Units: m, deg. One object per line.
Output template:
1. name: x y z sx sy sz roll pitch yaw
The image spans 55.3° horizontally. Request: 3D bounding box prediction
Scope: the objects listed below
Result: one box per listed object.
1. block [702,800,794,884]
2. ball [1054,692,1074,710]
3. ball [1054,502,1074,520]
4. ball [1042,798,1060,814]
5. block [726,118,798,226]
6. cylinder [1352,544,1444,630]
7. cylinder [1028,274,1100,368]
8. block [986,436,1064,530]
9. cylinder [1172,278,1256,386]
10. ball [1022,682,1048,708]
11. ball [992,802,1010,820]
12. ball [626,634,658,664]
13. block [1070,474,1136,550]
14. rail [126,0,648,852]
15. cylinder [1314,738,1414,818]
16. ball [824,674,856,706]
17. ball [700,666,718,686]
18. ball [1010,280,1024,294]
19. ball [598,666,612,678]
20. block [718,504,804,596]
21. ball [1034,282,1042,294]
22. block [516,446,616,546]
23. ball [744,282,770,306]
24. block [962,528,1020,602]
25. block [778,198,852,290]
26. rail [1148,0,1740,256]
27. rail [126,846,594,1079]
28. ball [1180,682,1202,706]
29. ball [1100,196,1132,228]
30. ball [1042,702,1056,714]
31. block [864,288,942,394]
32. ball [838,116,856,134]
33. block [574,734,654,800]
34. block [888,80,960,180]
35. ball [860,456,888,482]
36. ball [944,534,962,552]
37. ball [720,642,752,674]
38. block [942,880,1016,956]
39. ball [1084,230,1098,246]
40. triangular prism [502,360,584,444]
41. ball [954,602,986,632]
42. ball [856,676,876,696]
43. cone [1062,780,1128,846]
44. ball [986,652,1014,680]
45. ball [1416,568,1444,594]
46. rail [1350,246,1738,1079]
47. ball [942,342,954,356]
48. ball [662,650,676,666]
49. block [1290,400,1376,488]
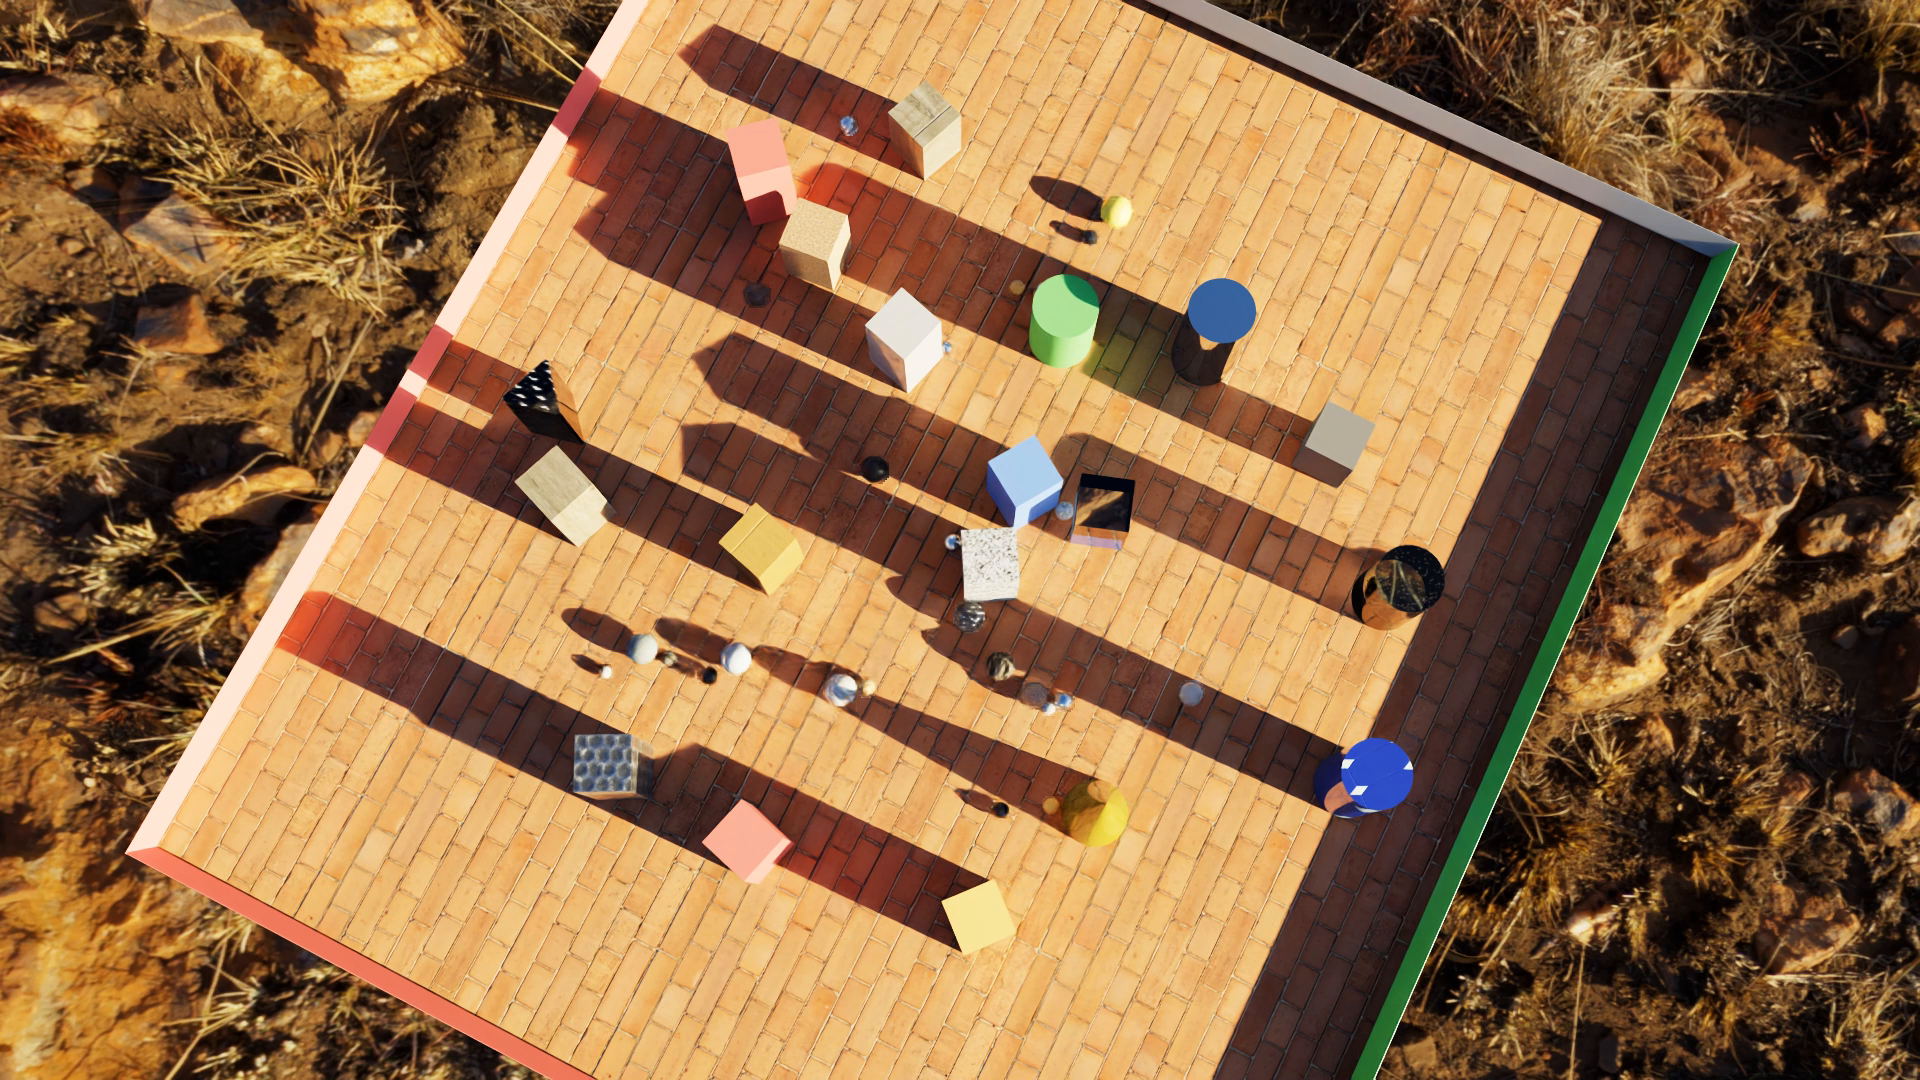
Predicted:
1. block: -0.600 0.867 5.246 0.159 0.373 0.159 42 81 8
2. ball: 0.310 0.482 5.488 0.057 0.057 0.057 0 78 0
3. ball: 0.320 -0.089 5.605 0.059 0.059 0.059 0 78 0
4. ball: 0.270 0.788 5.429 0.049 0.049 0.049 0 78 0
5. block: -0.605 -1.131 5.653 0.159 0.388 0.159 -15 79 -3
6. cylinder: 1.290 0.145 5.415 0.199 0.337 0.199 0 78 0
7. cylinder: 0.315 -0.665 5.600 0.199 0.303 0.199 0 78 0
8. block: 0.190 -0.165 5.477 0.159 0.340 0.159 -30 80 -6
9. cylinder: 0.760 -0.621 5.524 0.199 0.433 0.199 0 78 0
10. ball: 0.224 0.464 5.480 0.079 0.079 0.079 0 78 0
11. ball: 0.121 0.801 5.425 0.049 0.049 0.049 0 78 0
12. ball: -0.955 0.326 5.502 0.092 0.092 0.092 0 78 0
13. block: 0.426 -0.083 5.501 0.159 0.260 0.159 8 78 2
14. rail: -1.539 -0.746 5.704 0.045 0.129 3.824 26 80 5
15. cylinder: 1.153 0.688 5.264 0.199 0.412 0.199 0 78 0
16. ball: -0.357 0.447 5.474 0.098 0.098 0.098 0 78 0
17. ball: -0.754 0.408 5.504 0.055 0.055 0.055 0 78 0
18. ball: 0.181 -0.794 5.757 0.047 0.047 0.047 0 78 0
19. ball: -1.068 0.397 5.514 0.040 0.040 0.040 0 78 0
20. block: -0.587 0.031 5.456 0.159 0.302 0.159 41 81 8
21. ball: 0.266 -0.770 5.738 0.075 0.075 0.075 0 78 0
22. block: -1.166 -0.125 5.447 0.159 0.382 0.159 -43 81 -8
23. ball: -0.637 -0.770 5.735 0.080 0.080 0.080 0 78 0
24. block: 0.087 0.077 5.437 0.159 0.321 0.159 -3 78 -1
25. block: -0.444 -0.914 5.672 0.159 0.263 0.159 21 79 4
26. rail: 0.845 -1.647 5.891 3.488 0.129 0.045 26 80 5
27. rail: -0.845 1.661 5.206 3.488 0.129 0.045 26 80 5
28. ball: 0.692 0.461 5.485 0.070 0.070 0.070 0 78 0
29. ball: 0.493 -1.036 5.781 0.099 0.099 0.099 0 78 0
30. ball: 0.266 0.504 5.492 0.040 0.040 0.040 0 78 0
31. block: -0.168 -0.601 5.562 0.159 0.351 0.159 42 81 8
32. ball: -0.359 -1.329 5.863 0.057 0.057 0.057 0 78 0
33. block: -0.996 0.659 5.289 0.159 0.375 0.159 -1 78 0
34. block: -0.109 -1.283 5.751 0.159 0.256 0.159 -43 81 -8
35. ball: -0.263 -0.218 5.618 0.085 0.085 0.085 0 78 0
36. ball: -0.022 0.011 5.586 0.056 0.056 0.056 0 78 0
37. ball: -0.672 0.354 5.495 0.094 0.094 0.094 0 78 0
38. block: 0.053 1.076 5.227 0.159 0.327 0.159 -22 79 -4
39. ball: 0.413 -0.955 5.790 0.048 0.048 0.048 0 78 0
40. triangular prism: -1.231 -0.424 5.526 0.172 0.350 0.149 15 79 3
41. ball: 0.030 0.230 5.522 0.093 0.093 0.093 0 78 0
42. ball: -0.282 0.439 5.496 0.057 0.057 0.057 0 78 0
43. cone: 0.401 0.765 5.226 0.199 0.454 0.199 0 78 0
44. ball: 0.121 0.377 5.495 0.086 0.086 0.086 0 78 0
45. ball: 1.426 0.125 5.549 0.082 0.082 0.082 0 78 0
46. rail: 1.539 0.760 5.392 0.045 0.129 3.824 26 80 5
47. ball: -0.043 -0.596 5.717 0.045 0.045 0.045 0 78 0
48. ball: -0.875 0.356 5.520 0.044 0.044 0.044 0 78 0
49. block: 1.130 -0.287 5.554 0.159 0.238 0.159 28 80 5
